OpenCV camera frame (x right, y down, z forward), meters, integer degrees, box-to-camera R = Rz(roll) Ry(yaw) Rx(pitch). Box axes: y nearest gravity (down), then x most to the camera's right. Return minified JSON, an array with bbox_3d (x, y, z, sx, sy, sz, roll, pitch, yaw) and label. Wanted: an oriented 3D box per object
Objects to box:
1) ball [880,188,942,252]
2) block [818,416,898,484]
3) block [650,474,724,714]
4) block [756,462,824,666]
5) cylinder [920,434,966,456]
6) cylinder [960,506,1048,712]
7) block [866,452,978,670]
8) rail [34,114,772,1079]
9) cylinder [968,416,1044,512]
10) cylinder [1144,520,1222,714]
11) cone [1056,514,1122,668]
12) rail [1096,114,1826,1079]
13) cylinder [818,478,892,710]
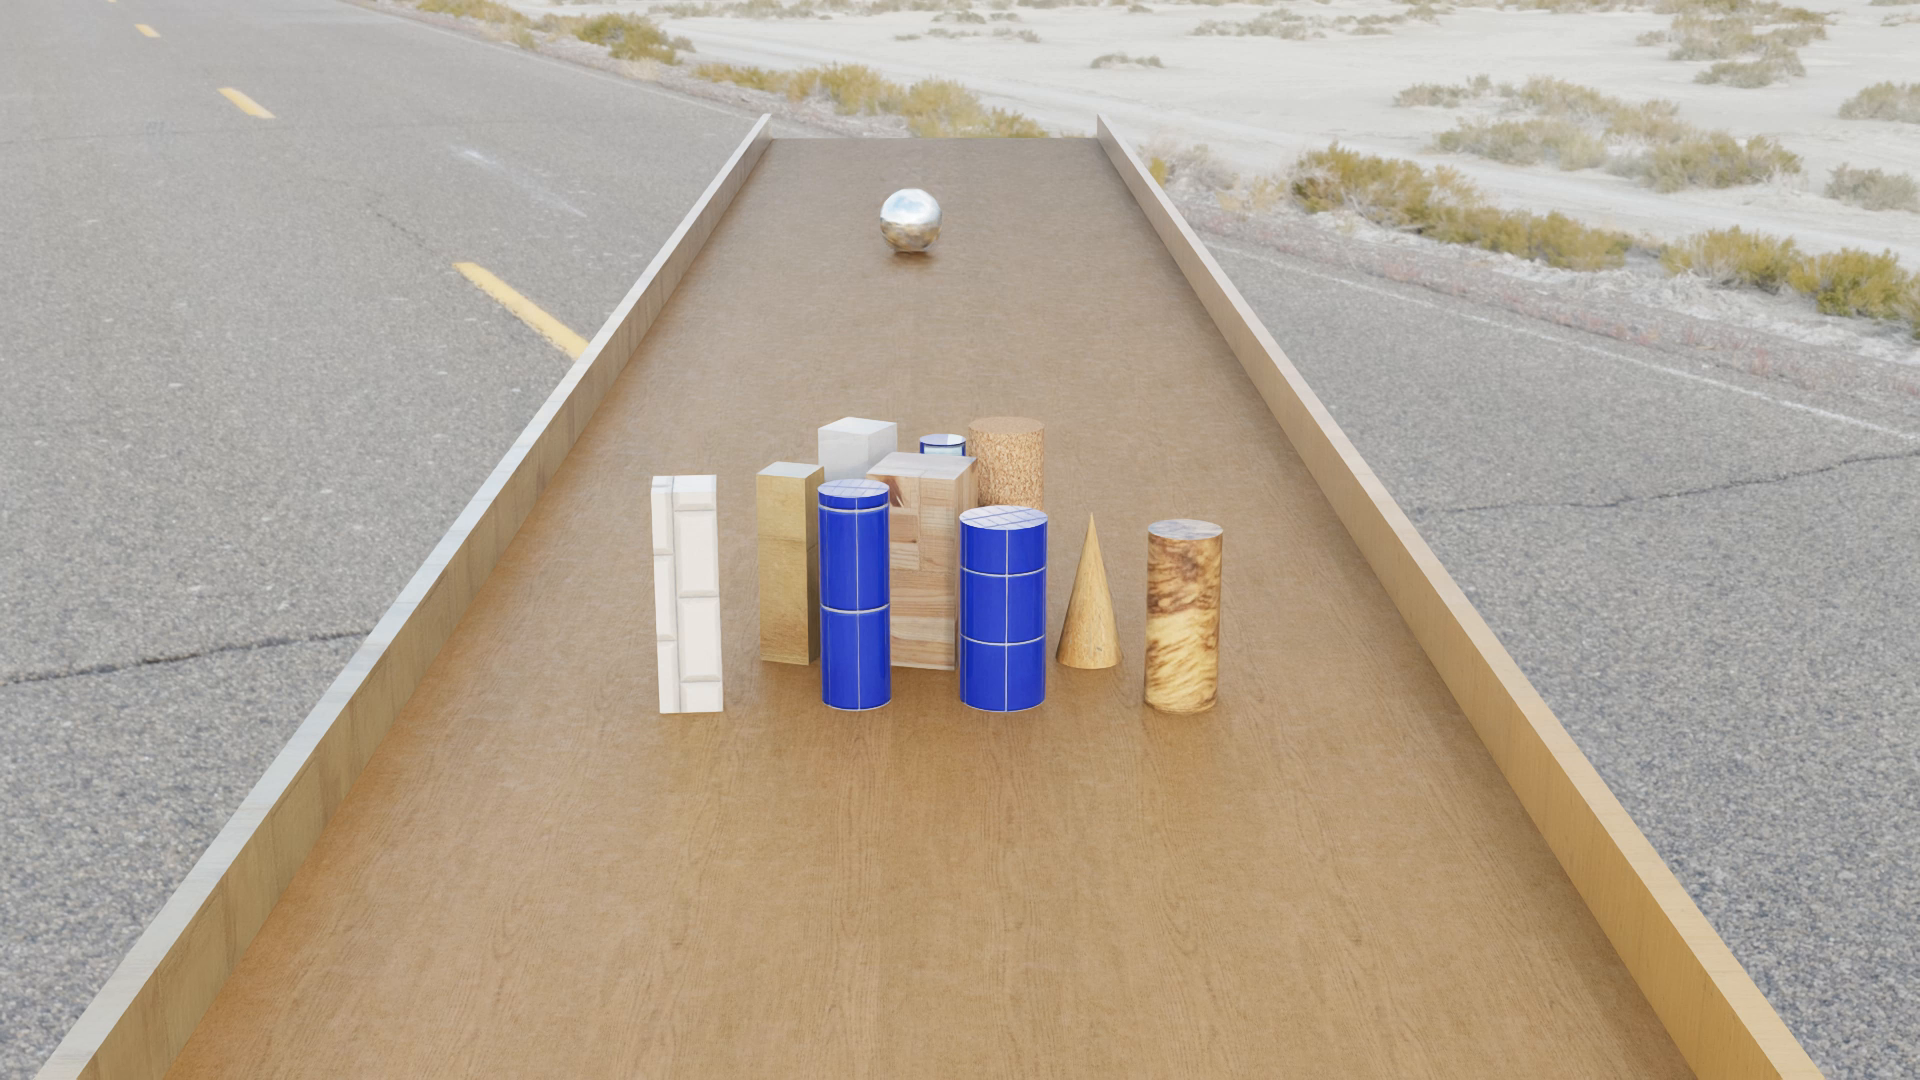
[{"bbox_3d":[-0.207,-1.351,9.297,0.269,0.269,0.269,0,17,0],"label":"ball"},{"bbox_3d":[-0.214,-0.042,4.650,0.120,0.410,0.120,9,19,27],"label":"block"},{"bbox_3d":[-0.510,0.102,4.131,0.117,0.430,0.117,-2,17,-5],"label":"block"},{"bbox_3d":[-0.335,0.046,4.393,0.103,0.386,0.103,5,17,17],"label":"block"},{"bbox_3d":[-0.038,-0.063,4.863,0.102,0.328,0.102,0,17,0],"label":"cylinder"},{"bbox_3d":[0.081,0.129,4.166,0.166,0.357,0.166,0,17,0],"label":"cylinder"},{"bbox_3d":[-0.074,0.040,4.404,0.180,0.392,0.180,4,17,14],"label":"block"},{"bbox_3d":[-1.118,-0.838,7.780,0.050,0.150,12.000,0,17,-1],"label":"rail"},{"bbox_3d":[0.097,-0.039,4.630,0.158,0.416,0.158,0,17,0],"label":"cylinder"},{"bbox_3d":[0.420,0.144,4.145,0.139,0.341,0.139,0,17,0],"label":"cylinder"},{"bbox_3d":[0.261,0.090,4.389,0.136,0.306,0.136,0,17,0],"label":"cone"},{"bbox_3d":[0.932,-0.844,7.801,0.050,0.150,12.000,0,17,-1],"label":"rail"},{"bbox_3d":[-0.198,0.103,4.148,0.133,0.417,0.133,0,17,0],"label":"cylinder"}]
